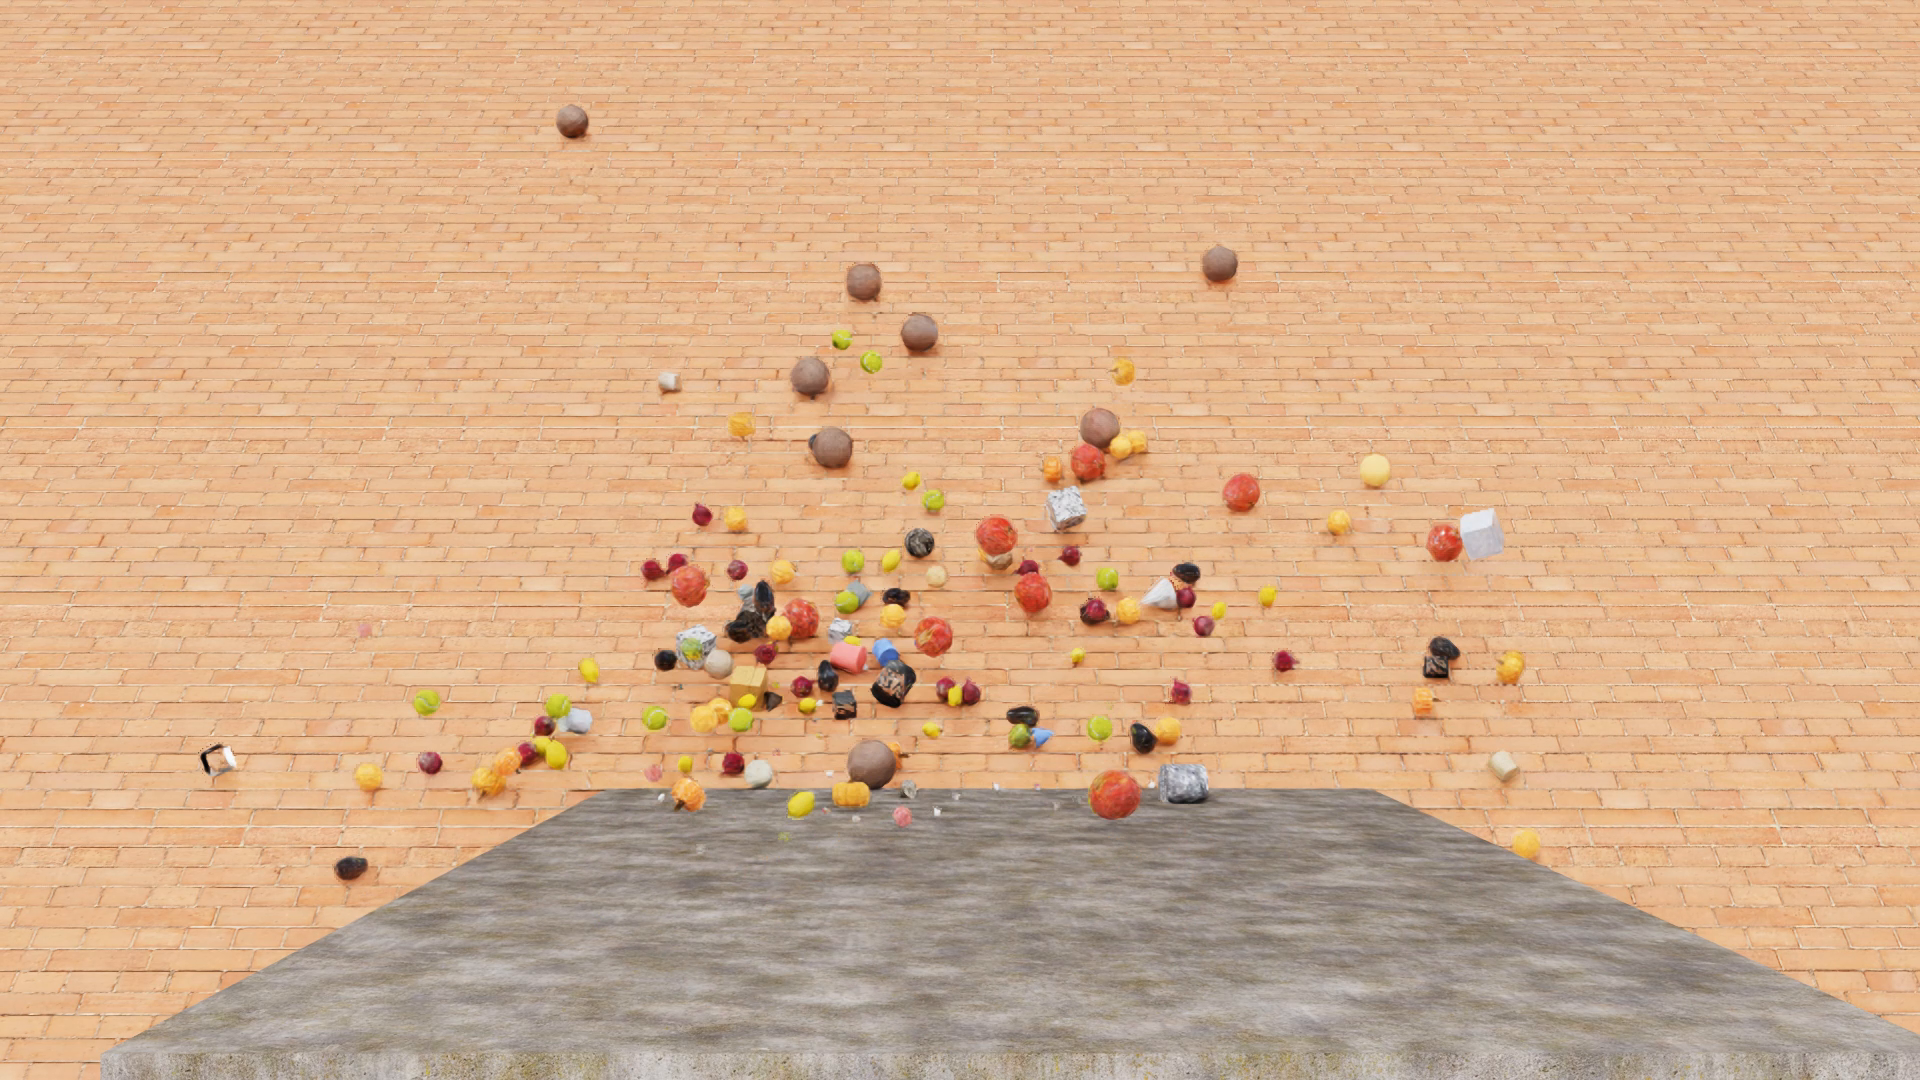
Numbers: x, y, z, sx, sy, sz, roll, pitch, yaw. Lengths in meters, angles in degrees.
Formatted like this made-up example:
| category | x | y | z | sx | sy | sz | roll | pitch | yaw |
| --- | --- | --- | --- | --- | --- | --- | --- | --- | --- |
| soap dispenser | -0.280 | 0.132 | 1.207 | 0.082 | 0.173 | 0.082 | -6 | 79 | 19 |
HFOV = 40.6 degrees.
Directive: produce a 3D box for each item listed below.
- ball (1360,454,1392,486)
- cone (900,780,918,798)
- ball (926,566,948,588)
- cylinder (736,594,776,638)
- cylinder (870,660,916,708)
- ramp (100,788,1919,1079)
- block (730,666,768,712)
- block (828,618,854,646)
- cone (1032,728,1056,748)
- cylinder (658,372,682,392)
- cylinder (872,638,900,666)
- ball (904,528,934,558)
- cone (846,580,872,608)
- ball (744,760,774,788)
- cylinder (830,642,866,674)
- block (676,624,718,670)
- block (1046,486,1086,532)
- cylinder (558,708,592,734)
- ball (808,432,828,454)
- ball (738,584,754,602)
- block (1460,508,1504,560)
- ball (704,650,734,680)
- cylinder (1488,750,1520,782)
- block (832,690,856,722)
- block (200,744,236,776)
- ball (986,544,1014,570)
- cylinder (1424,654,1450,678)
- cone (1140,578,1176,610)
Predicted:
| category | x | y | z | sx | sy | sz | roll | pitch | yaw |
| --- | --- | --- | --- | --- | --- | --- | --- | --- | --- |
| ball | 1.303 | -0.219 | 8.140 | 0.099 | 0.099 | 0.099 | 0 | 34 | 0 |
| cone | -0.139 | 0.632 | 6.486 | 0.050 | 0.050 | 0.050 | 22 | 49 | -29 |
| ball | -0.068 | 0.108 | 7.610 | 0.066 | 0.066 | 0.066 | 0 | 34 | 0 |
| cylinder | -0.589 | 0.218 | 7.477 | 0.092 | 0.092 | 0.092 | 8 | 33 | 12 |
| cylinder | -0.183 | 0.397 | 7.175 | 0.093 | 0.093 | 0.093 | 17 | 54 | 24 |
| ramp | 0.075 | 0.651 | 4.789 | 2.000 | 0.100 | 4.000 | 0 | -1 | 0 |
| block | -0.586 | 0.412 | 7.211 | 0.087 | 0.087 | 0.087 | 5 | 33 | 7 |
| block | -0.343 | 0.267 | 7.457 | 0.055 | 0.055 | 0.055 | 12 | 36 | 17 |
| cone | 0.232 | 0.529 | 7.051 | 0.060 | 0.060 | 0.060 | -14 | 35 | -3 |
| cylinder | -0.965 | -0.526 | 8.624 | 0.059 | 0.059 | 0.059 | 7 | 35 | 11 |
| cylinder | -0.211 | 0.320 | 7.350 | 0.060 | 0.060 | 0.060 | -12 | 29 | -17 |
| ball | -0.122 | 0.008 | 7.811 | 0.089 | 0.089 | 0.089 | 0 | 34 | 0 |
| cone | -0.281 | 0.160 | 7.635 | 0.079 | 0.079 | 0.079 | 29 | 17 | 36 |
| ball | -0.526 | 0.613 | 6.795 | 0.076 | 0.076 | 0.076 | 0 | 34 | 0 |
| cylinder | -0.315 | 0.332 | 7.338 | 0.078 | 0.078 | 0.078 | 13 | 36 | 18 |
| block | -0.748 | 0.305 | 7.376 | 0.083 | 0.083 | 0.083 | -26 | 42 | -33 |
| block | 0.321 | -0.096 | 7.882 | 0.093 | 0.093 | 0.093 | -16 | 73 | -9 |
| cylinder | -1.047 | 0.491 | 7.049 | 0.066 | 0.066 | 0.066 | 12 | 19 | -44 |
| ball | -0.452 | -0.310 | 8.305 | 0.066 | 0.066 | 0.066 | 0 | 34 | 0 |
| ball | -0.629 | 0.156 | 7.626 | 0.051 | 0.051 | 0.051 | 0 | 34 | 0 |
| block | 1.509 | -0.017 | 7.504 | 0.096 | 0.096 | 0.096 | -14 | 29 | 23 |
| ball | -0.666 | 0.345 | 7.191 | 0.083 | 0.083 | 0.083 | 0 | 34 | 0 |
| cylinder | 1.450 | 0.605 | 6.927 | 0.060 | 0.060 | 0.060 | -21 | 55 | -28 |
| block | -0.321 | 0.457 | 7.174 | 0.055 | 0.055 | 0.055 | -10 | 35 | -14 |
| block | -1.981 | 0.589 | 6.931 | 0.061 | 0.061 | 0.061 | -27 | 75 | 6 |
| ball | 0.119 | 0.053 | 7.732 | 0.079 | 0.079 | 0.079 | 0 | 34 | 0 |
| cylinder | 1.342 | 0.357 | 7.312 | 0.063 | 0.063 | 0.063 | 5 | 34 | 2 |
| cone | 0.565 | 0.171 | 7.564 | 0.097 | 0.097 | 0.097 | -16 | 37 | -20 |
